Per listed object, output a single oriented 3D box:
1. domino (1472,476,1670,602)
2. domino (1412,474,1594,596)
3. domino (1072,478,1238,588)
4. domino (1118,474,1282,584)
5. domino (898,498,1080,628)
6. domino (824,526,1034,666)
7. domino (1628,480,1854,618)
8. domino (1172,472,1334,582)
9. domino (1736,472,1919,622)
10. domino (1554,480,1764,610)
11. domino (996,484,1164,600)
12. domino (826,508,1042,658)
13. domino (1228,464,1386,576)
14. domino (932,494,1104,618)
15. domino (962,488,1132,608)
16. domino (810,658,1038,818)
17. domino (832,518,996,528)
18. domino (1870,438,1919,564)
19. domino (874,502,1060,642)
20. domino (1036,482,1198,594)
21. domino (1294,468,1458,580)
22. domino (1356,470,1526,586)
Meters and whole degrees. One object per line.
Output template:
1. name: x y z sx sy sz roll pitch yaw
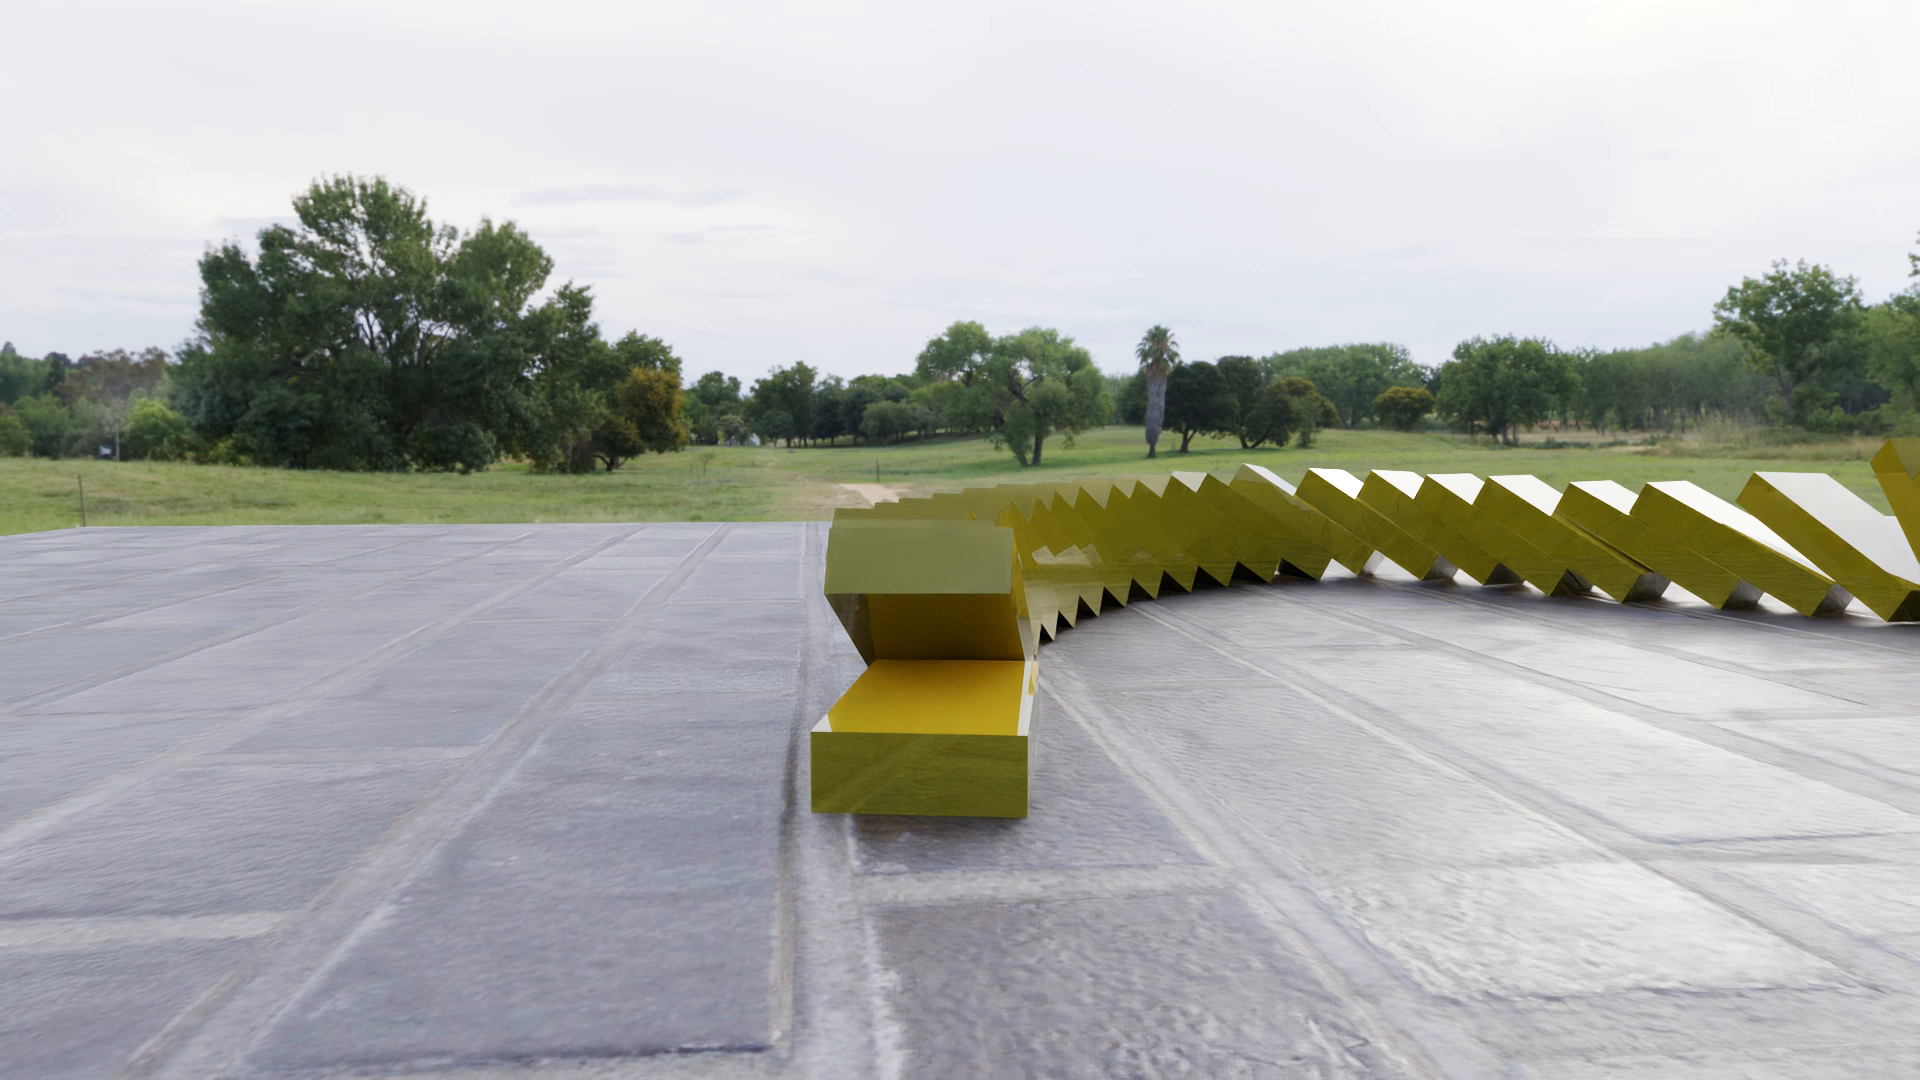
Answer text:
1. domino: 0.175 -0.001 0.365 0.025 0.009 0.050 -3 35 -39
2. domino: 0.162 -0.003 0.380 0.025 0.010 0.050 -3 35 -39
3. domino: 0.056 -0.002 0.376 0.050 0.010 0.025 33 -17 -36
4. domino: 0.071 -0.003 0.390 0.050 0.009 0.025 32 -12 -27
5. domino: 0.007 0.006 0.282 0.025 0.010 0.050 2 -22 24
6. domino: -0.003 0.012 0.194 0.025 0.009 0.050 0 -23 7
7. domino: 0.205 0.001 0.336 0.025 0.009 0.050 -3 34 -39
8. domino: 0.090 -0.005 0.403 0.050 0.010 0.025 31 -4 -14
9. domino: 0.224 0.001 0.322 0.025 0.010 0.050 0 36 -18
10. domino: 0.192 0.000 0.351 0.025 0.009 0.050 -3 33 -39
11. domino: 0.032 0.001 0.341 0.025 0.009 0.050 3 -23 37
12. domino: -0.003 0.009 0.240 0.025 0.010 0.050 1 -23 20
13. domino: 0.114 -0.007 0.418 0.050 0.010 0.025 38 17 24
14. domino: 0.014 0.004 0.301 0.025 0.010 0.050 2 -23 26
15. domino: 0.022 0.002 0.322 0.025 0.009 0.050 3 -23 32
16. domino: -0.003 0.025 0.172 0.025 0.009 0.050 0 4 5
17. domino: -0.004 0.011 0.217 0.025 0.010 0.050 1 -22 9
18. domino: 0.239 -0.002 0.302 0.025 0.050 0.009 0 -37 5
19. domino: 0.002 0.007 0.260 0.025 0.010 0.050 2 -23 19
20. domino: 0.043 0.000 0.358 0.025 0.010 0.050 4 -23 41
21. domino: 0.134 -0.005 0.410 0.025 0.009 0.050 -1 34 -48
22. domino: 0.151 -0.004 0.398 0.025 0.010 0.050 0 33 -41
